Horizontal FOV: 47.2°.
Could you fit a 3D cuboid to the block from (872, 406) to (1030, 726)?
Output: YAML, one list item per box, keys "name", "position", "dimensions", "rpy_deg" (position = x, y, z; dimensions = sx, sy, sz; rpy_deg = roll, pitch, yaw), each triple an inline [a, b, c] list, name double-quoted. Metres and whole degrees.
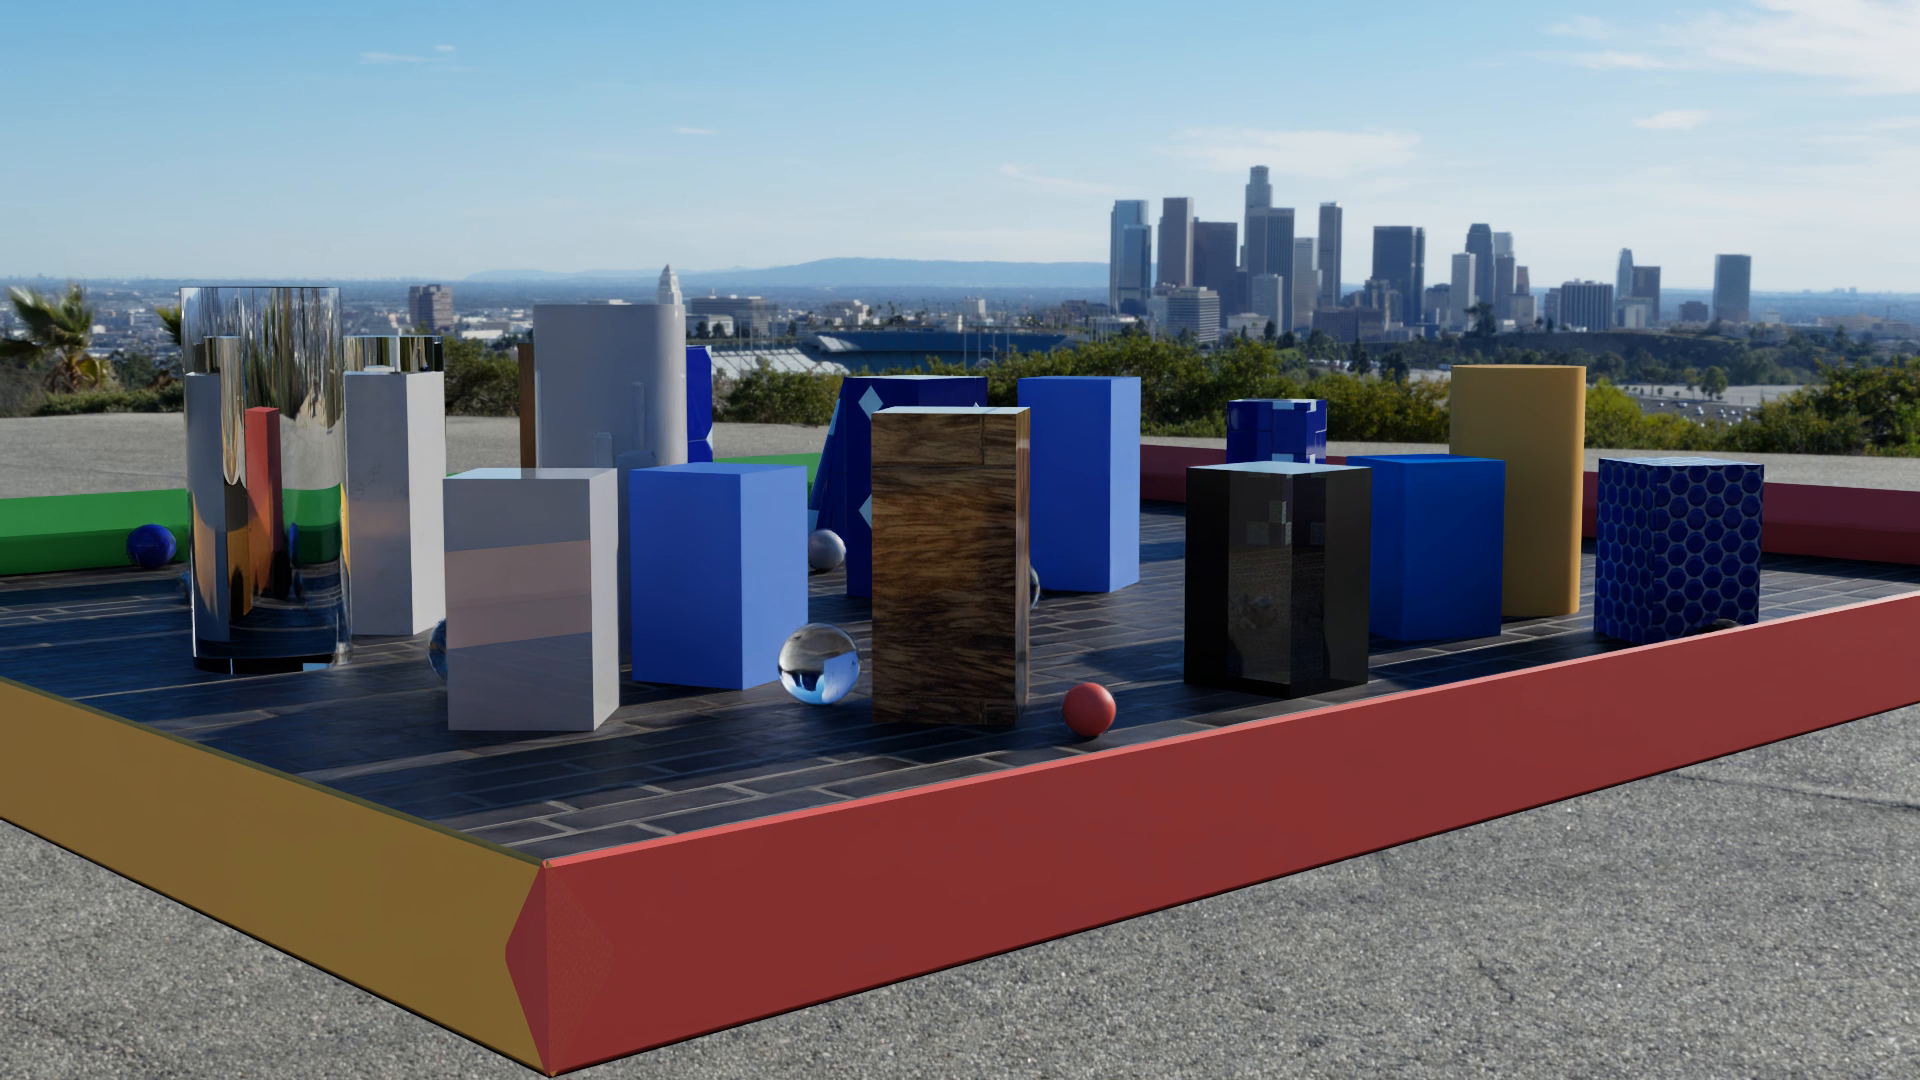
- name: "block"
  position: [-0.008, 0.024, 2.432]
  dimensions: [0.155, 0.334, 0.155]
  rpy_deg: [1, 6, 7]

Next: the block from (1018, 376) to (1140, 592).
- name: "block"
  position: [0.193, -0.094, 3.550]
  dimensions: [0.155, 0.335, 0.155]
  rpy_deg: [2, 6, 22]

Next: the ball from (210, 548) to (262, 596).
- name: "ball"
  position: [-1.127, 0.050, 3.424]
  dimensions: [0.076, 0.076, 0.076]
  rpy_deg: [0, 6, 0]

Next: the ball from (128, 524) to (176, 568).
- name: "ball"
  position: [-1.392, 0.010, 3.788]
  dimensions: [0.078, 0.078, 0.078]
  rpy_deg: [0, 6, 0]

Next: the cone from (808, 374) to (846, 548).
- name: "cone"
  position: [-0.217, -0.154, 4.177]
  dimensions: [0.194, 0.323, 0.194]
  rpy_deg: [0, 6, 0]

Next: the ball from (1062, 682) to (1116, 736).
- name: "ball"
  position: [0.135, 0.177, 2.301]
  dimensions: [0.056, 0.056, 0.056]
  rpy_deg: [0, 6, 0]

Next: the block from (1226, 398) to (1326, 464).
- name: "block"
  position: [0.610, -0.134, 4.243]
  dimensions: [0.155, 0.270, 0.155]
  rpy_deg: [3, 6, 23]

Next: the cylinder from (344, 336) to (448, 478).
- name: "cylinder"
  position: [-0.879, -0.107, 3.341]
  dimensions: [0.194, 0.404, 0.194]
  rpy_deg: [0, 6, 0]

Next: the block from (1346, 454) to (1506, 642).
- name: "block"
  position: [0.641, 0.007, 3.046]
  dimensions: [0.155, 0.240, 0.155]
  rpy_deg: [-2, 6, -20]

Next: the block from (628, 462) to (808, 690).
- name: "block"
  position: [-0.291, 0.039, 2.670]
  dimensions: [0.155, 0.254, 0.155]
  rpy_deg: [3, 7, 26]

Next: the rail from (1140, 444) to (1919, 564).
- name: "rail"
  position: [1.145, -0.077, 4.382]
  dimensions: [0.045, 0.126, 2.724]
  rpy_deg: [-5, 8, -42]

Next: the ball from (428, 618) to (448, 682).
- name: "ball"
  position: [-0.580, 0.129, 2.593]
  dimensions: [0.091, 0.091, 0.091]
  rpy_deg: [0, 6, 0]

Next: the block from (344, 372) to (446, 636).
- name: "block"
  position: [-0.820, -0.055, 3.081]
  dimensions: [0.155, 0.356, 0.155]
  rpy_deg: [1, 6, 5]

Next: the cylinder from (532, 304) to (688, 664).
- name: "cylinder"
  position: [-0.450, -0.078, 2.845]
  dimensions: [0.194, 0.450, 0.194]
  rpy_deg: [0, 6, 0]

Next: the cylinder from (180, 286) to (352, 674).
- name: "cylinder"
  position: [-0.871, -0.080, 2.766]
  dimensions: [0.194, 0.472, 0.194]
  rpy_deg: [0, 6, 0]

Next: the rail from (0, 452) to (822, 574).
- name: "rail"
  position: [-0.907, -0.070, 4.310]
  dimensions: [3.162, 0.126, 0.045]
  rpy_deg: [-5, 8, -42]

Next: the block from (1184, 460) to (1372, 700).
- name: "block"
  position: [0.377, 0.043, 2.611]
  dimensions: [0.155, 0.259, 0.155]
  rpy_deg: [6, 8, 45]

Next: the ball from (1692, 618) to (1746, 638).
- name: "ball"
  position: [0.914, 0.132, 2.633]
  dimensions: [0.076, 0.076, 0.076]
  rpy_deg: [0, 6, 0]

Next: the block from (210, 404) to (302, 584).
- name: "block"
  position: [-1.132, -0.080, 3.665]
  dimensions: [0.155, 0.282, 0.155]
  rpy_deg: [5, 8, 39]

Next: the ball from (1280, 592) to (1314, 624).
- name: "ball"
  position: [0.478, 0.096, 3.119]
  dimensions: [0.047, 0.047, 0.047]
  rpy_deg: [0, 6, 0]

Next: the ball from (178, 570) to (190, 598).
- name: "ball"
  position: [-1.189, 0.068, 3.405]
  dimensions: [0.043, 0.043, 0.043]
  rpy_deg: [0, 6, 0]

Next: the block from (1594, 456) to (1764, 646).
- name: "block"
  position: [0.973, 0.013, 2.986]
  dimensions: [0.155, 0.240, 0.155]
  rpy_deg: [-1, 6, -12]

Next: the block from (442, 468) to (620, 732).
- name: "block"
  position: [-0.463, 0.061, 2.396]
  dimensions: [0.155, 0.268, 0.155]
  rpy_deg: [0, 6, 2]

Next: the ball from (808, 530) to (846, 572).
- name: "ball"
  position: [-0.231, 0.018, 3.745]
  dimensions: [0.072, 0.072, 0.072]
  rpy_deg: [0, 6, 0]

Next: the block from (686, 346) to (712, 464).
- name: "block"
  position: [-0.558, -0.164, 4.012]
  dimensions: [0.155, 0.378, 0.155]
  rpy_deg: [3, 6, 23]

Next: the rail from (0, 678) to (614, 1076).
- name: "rail"
  position: [-1.145, 0.143, 2.282]
  dimensions: [0.045, 0.126, 2.724]
  rpy_deg: [-5, 8, -42]

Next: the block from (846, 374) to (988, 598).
- name: "block"
  position: [-0.067, -0.083, 3.426]
  dimensions: [0.155, 0.340, 0.155]
  rpy_deg: [5, 8, 42]

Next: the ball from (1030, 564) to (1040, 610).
- name: "ball"
  position: [0.071, 0.069, 3.170]
  dimensions: [0.091, 0.091, 0.091]
  rpy_deg: [0, 6, 0]

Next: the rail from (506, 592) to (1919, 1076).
- name: "rail"
  position: [0.907, 0.135, 2.354]
  dimensions: [3.162, 0.126, 0.045]
  rpy_deg: [-5, 8, -42]

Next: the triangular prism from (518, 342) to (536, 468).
- name: "triangular prism"
  position: [-0.603, -0.126, 3.585]
  dimensions: [0.168, 0.390, 0.146]
  rpy_deg: [4, 7, 36]

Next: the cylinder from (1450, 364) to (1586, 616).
- name: "cylinder"
  position: [0.826, -0.078, 3.275]
  dimensions: [0.194, 0.360, 0.194]
  rpy_deg: [0, 6, 0]

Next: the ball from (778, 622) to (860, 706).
- name: "ball"
  position: [-0.159, 0.140, 2.479]
  dimensions: [0.094, 0.094, 0.094]
  rpy_deg: [0, 6, 0]
